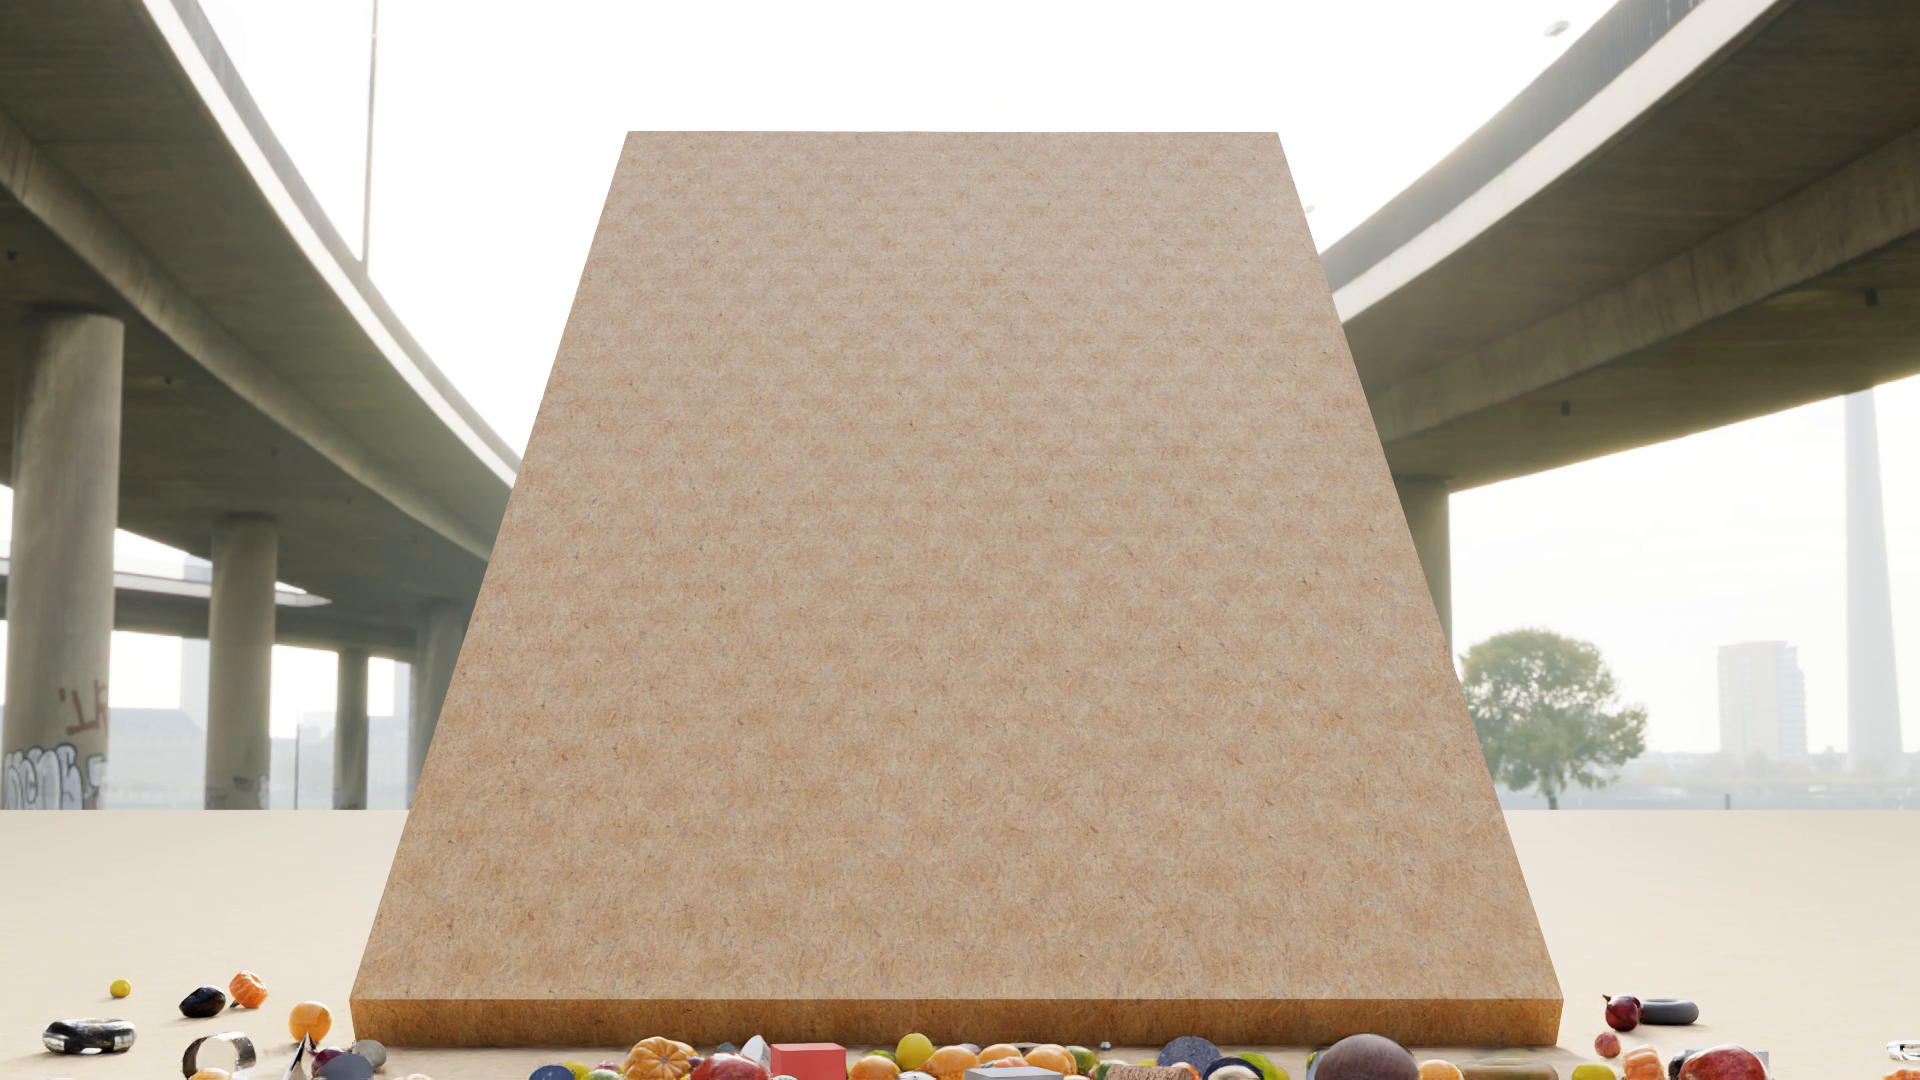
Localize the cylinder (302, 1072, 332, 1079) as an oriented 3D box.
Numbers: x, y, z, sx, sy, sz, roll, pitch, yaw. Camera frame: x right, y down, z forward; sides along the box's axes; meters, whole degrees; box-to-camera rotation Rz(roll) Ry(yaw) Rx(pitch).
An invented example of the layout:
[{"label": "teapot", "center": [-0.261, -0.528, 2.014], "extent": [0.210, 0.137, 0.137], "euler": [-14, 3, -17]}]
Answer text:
[{"label": "cylinder", "center": [-0.797, 0.703, 3.020], "extent": [0.057, 0.057, 0.057], "euler": [4, 7, -35]}]

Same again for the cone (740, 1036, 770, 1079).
[{"label": "cone", "center": [-0.272, 0.763, 3.468], "extent": [0.078, 0.078, 0.078], "euler": [32, -19, -21]}]

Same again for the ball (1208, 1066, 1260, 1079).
[{"label": "ball", "center": [0.337, 0.685, 2.966], "extent": [0.081, 0.081, 0.081], "euler": [0, -6, 0]}]

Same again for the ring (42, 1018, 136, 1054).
[{"label": "ring", "center": [-1.416, 0.807, 3.937], "extent": [0.147, 0.049, 0.147], "euler": [1, -6, 0]}]

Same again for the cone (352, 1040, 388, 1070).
[{"label": "cone", "center": [-0.889, 0.785, 3.624], "extent": [0.053, 0.053, 0.053], "euler": [0, 20, -4]}]

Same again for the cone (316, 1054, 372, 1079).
[{"label": "cone", "center": [-0.788, 0.726, 3.144], "extent": [0.083, 0.083, 0.083], "euler": [5, 19, -38]}]

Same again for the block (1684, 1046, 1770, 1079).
[{"label": "block", "center": [1.018, 0.714, 3.207], "extent": [0.075, 0.075, 0.075], "euler": [4, -7, -29]}]

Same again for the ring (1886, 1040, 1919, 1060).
[{"label": "ring", "center": [1.505, 0.806, 3.821], "extent": [0.080, 0.027, 0.080], "euler": [-1, -8, 0]}]

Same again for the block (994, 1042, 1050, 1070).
[{"label": "block", "center": [0.089, 0.750, 3.454], "extent": [0.057, 0.057, 0.057], "euler": [4, -7, -31]}]

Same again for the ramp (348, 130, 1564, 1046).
[{"label": "ramp", "center": [-0.013, -0.208, 5.734], "extent": [2.000, 0.100, 4.000], "euler": [0, 30, 0]}]

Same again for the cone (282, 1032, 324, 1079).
[{"label": "cone", "center": [-0.950, 0.750, 3.518], "extent": [0.071, 0.071, 0.071], "euler": [0, -6, 0]}]

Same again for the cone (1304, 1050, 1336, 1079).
[{"label": "cone", "center": [0.463, 0.696, 3.104], "extent": [0.089, 0.089, 0.089], "euler": [0, -6, 0]}]

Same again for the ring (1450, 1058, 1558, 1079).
[{"label": "ring", "center": [0.745, 0.739, 3.311], "extent": [0.146, 0.049, 0.146], "euler": [-1, -6, 0]}]

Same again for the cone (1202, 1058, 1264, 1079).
[{"label": "cone", "center": [0.343, 0.722, 3.110], "extent": [0.086, 0.086, 0.086], "euler": [1, -33, -9]}]

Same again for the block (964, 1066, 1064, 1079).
[{"label": "block", "center": [0.062, 0.664, 2.813], "extent": [0.090, 0.090, 0.090], "euler": [2, -7, -21]}]

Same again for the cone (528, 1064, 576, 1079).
[{"label": "cone", "center": [-0.536, 0.735, 3.188], "extent": [0.067, 0.067, 0.067], "euler": [0, -33, -4]}]

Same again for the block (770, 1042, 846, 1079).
[{"label": "block", "center": [-0.198, 0.704, 3.154], "extent": [0.085, 0.085, 0.085], "euler": [2, -6, -14]}]

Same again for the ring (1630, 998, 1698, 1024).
[{"label": "ring", "center": [1.295, 0.867, 4.447], "extent": [0.122, 0.041, 0.122], "euler": [-1, -5, 0]}]

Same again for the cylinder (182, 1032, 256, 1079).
[{"label": "cylinder", "center": [-1.047, 0.737, 3.420], "extent": [0.077, 0.077, 0.077], "euler": [-1, -6, 6]}]

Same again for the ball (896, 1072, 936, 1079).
[{"label": "ball", "center": [-0.053, 0.682, 2.920], "extent": [0.078, 0.078, 0.078], "euler": [0, -6, 0]}]

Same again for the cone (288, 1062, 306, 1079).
[{"label": "cone", "center": [-0.904, 0.736, 3.303], "extent": [0.052, 0.052, 0.052], "euler": [0, -6, 0]}]

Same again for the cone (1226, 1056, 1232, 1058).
[{"label": "cone", "center": [0.390, 0.764, 3.418], "extent": [0.050, 0.050, 0.050], "euler": [29, 10, 30]}]
